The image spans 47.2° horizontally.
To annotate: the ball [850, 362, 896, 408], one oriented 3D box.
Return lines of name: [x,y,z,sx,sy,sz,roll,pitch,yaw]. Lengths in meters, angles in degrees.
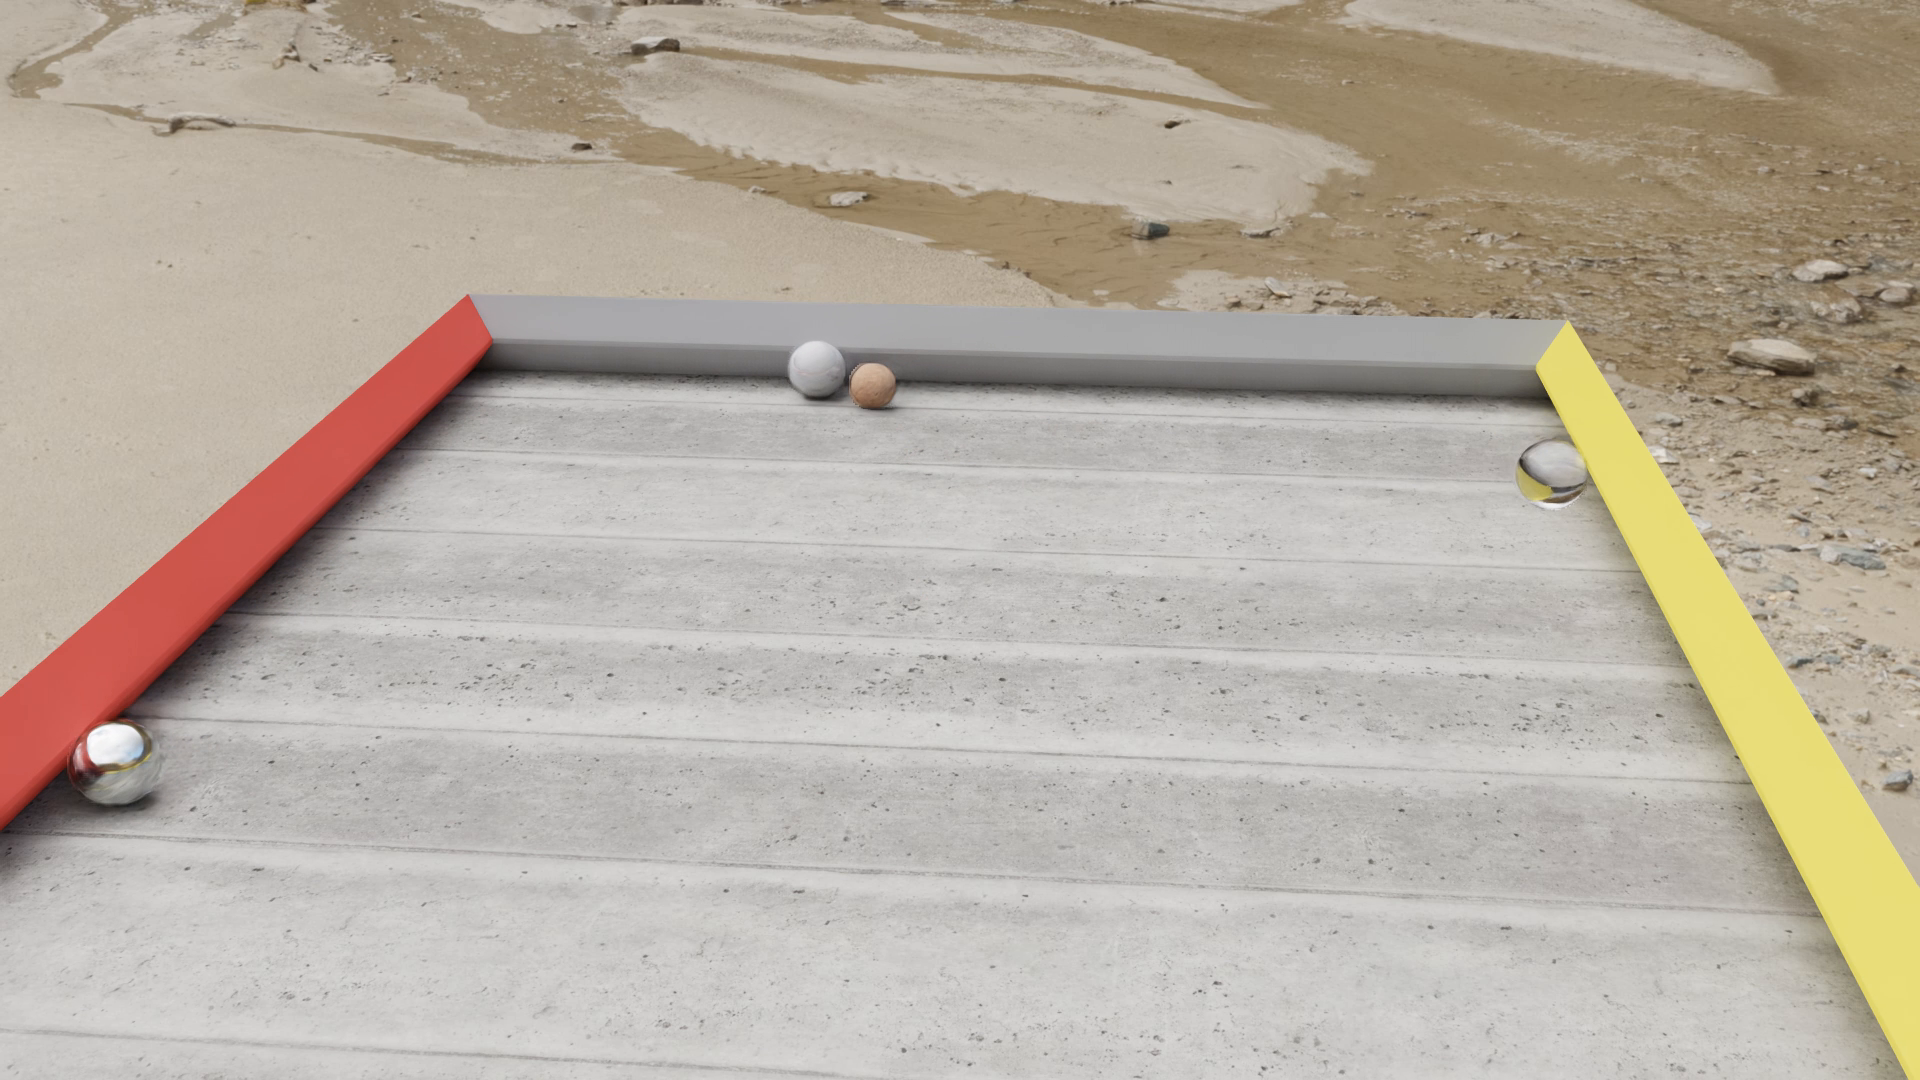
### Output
ball: [-0.115,-0.205,2.926,0.061,0.061,0.061,0,21,0]

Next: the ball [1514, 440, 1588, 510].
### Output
ball: [0.690,-0.077,2.566,0.082,0.082,0.082,0,21,0]

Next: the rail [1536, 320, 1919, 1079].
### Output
rail: [0.665,0.260,1.664,0.045,0.107,2.797,2,21,5]

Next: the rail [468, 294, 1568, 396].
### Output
rail: [0.061,-0.260,3.001,1.509,0.107,0.045,2,21,5]

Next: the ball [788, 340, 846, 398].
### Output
ball: [-0.193,-0.230,2.965,0.077,0.077,0.077,0,21,0]

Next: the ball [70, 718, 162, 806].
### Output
ball: [-0.725,0.191,1.888,0.075,0.075,0.075,0,21,0]

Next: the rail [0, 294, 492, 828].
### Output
rail: [-0.791,0.212,1.787,0.045,0.107,2.797,2,21,5]
